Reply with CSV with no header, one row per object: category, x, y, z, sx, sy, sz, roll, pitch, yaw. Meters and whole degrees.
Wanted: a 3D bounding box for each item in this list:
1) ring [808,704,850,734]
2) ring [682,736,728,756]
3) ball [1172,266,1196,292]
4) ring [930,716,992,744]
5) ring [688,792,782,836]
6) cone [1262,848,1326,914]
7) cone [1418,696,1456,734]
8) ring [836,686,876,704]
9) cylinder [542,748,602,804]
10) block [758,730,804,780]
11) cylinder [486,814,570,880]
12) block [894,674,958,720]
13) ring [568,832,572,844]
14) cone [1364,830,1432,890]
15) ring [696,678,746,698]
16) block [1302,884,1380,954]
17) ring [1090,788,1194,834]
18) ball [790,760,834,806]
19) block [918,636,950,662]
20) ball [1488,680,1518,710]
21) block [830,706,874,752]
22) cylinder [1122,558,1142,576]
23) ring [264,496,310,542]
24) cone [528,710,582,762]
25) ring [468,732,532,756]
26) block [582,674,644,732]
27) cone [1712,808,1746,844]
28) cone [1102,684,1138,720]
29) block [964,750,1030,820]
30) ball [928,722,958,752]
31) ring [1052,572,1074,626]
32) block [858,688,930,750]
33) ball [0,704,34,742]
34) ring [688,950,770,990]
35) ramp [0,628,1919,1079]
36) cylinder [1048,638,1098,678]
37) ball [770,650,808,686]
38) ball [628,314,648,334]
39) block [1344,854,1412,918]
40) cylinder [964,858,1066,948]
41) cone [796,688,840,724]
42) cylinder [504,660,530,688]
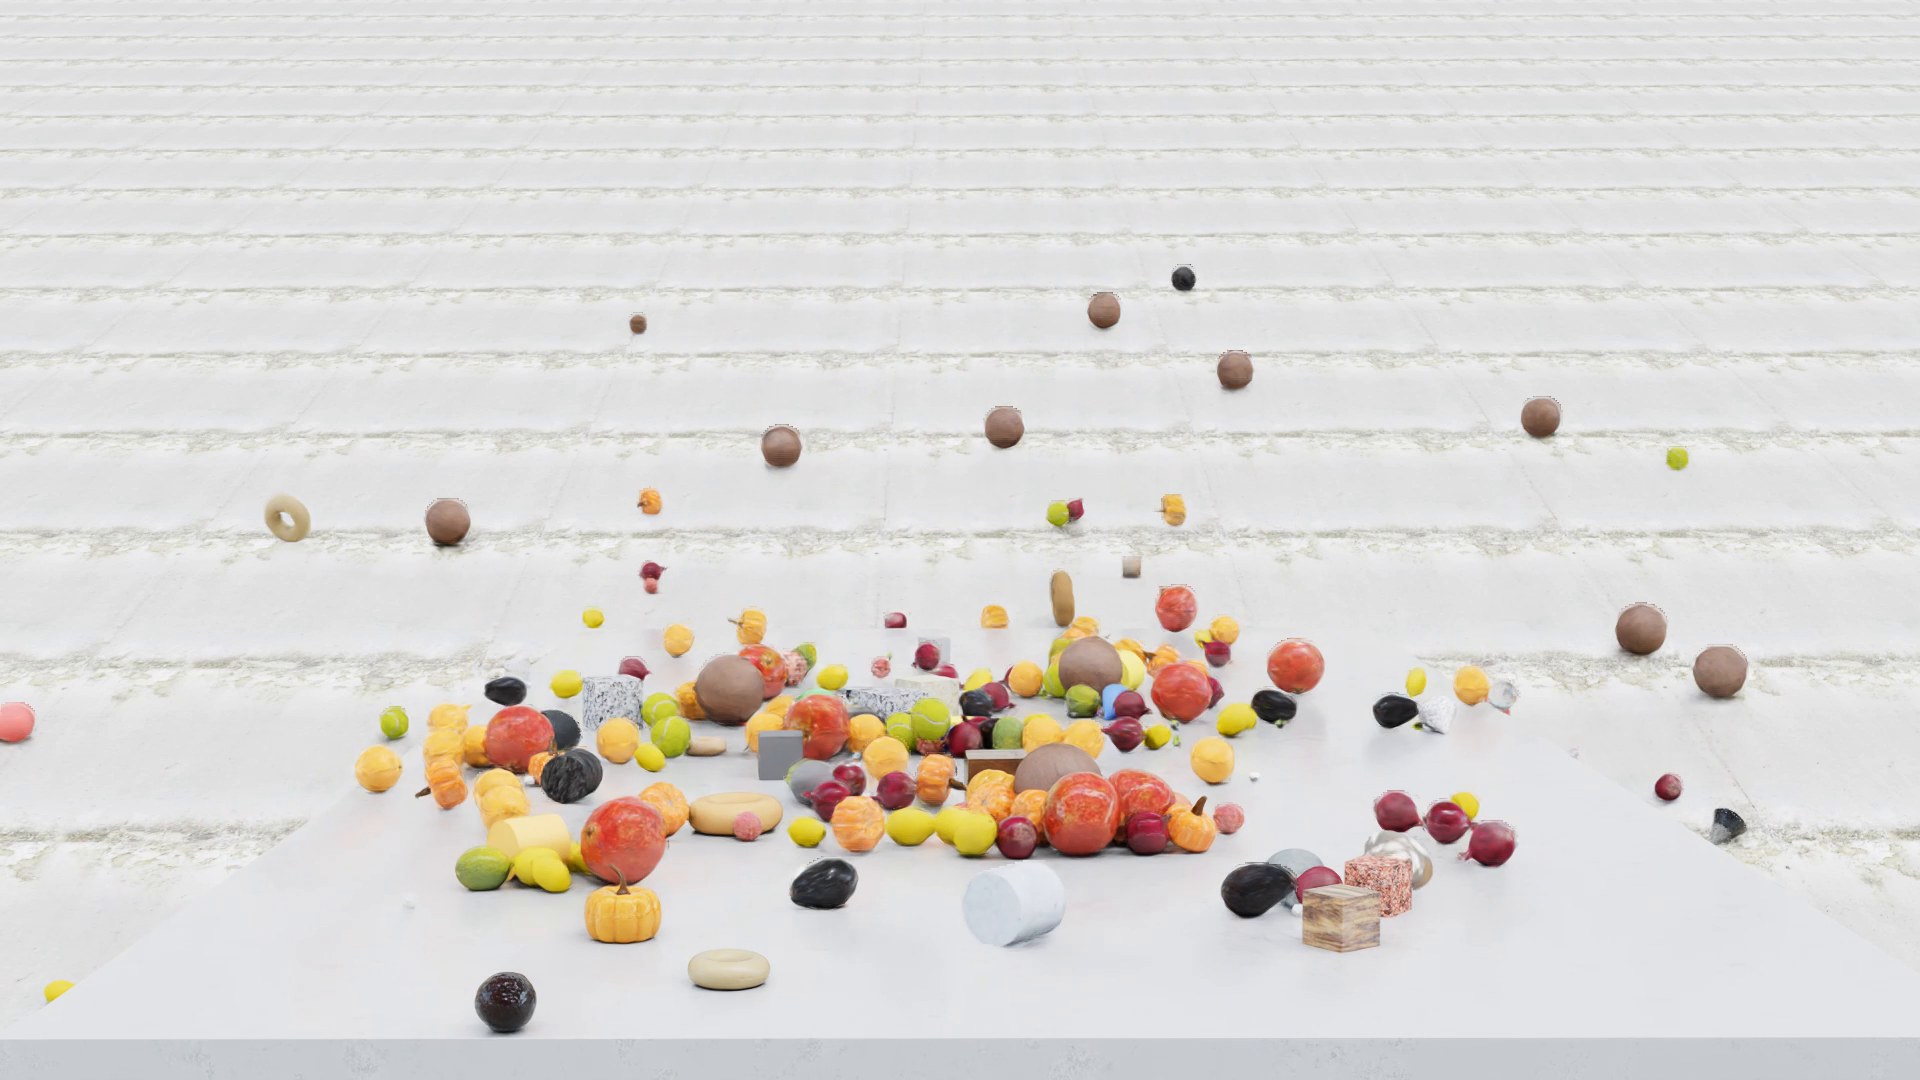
ring,-0.202,0.327,4.650,0.146,0.049,0.146,3,1,0
ring,-0.438,0.355,4.412,0.077,0.026,0.077,-2,4,0
ball,0.898,-1.048,10.308,0.099,0.099,0.099,0,19,0
ring,-0.004,0.338,4.555,0.121,0.040,0.121,1,4,0
ring,-0.323,0.393,3.688,0.138,0.046,0.138,-1,4,0
cone,0.412,0.434,3.148,0.079,0.079,0.079,1,30,2
cone,0.876,0.334,4.665,0.072,0.072,0.072,-1,31,-4
ring,-0.204,0.308,5.087,0.088,0.029,0.088,0,2,0
cylinder,-0.595,0.362,3.936,0.073,0.073,0.073,4,4,11
block,-0.291,0.349,4.162,0.071,0.071,0.071,0,4,-6
cylinder,-0.563,0.400,3.346,0.078,0.078,0.078,0,15,-42
block,-0.062,0.300,4.771,0.086,0.086,0.086,-3,5,-36
ring,-0.572,0.414,3.525,0.081,0.027,0.081,-1,4,0
cone,0.530,0.427,3.204,0.092,0.092,0.092,11,36,29
ring,-0.484,0.299,5.183,0.101,0.034,0.101,-1,0,0
block,0.438,0.434,2.945,0.062,0.062,0.062,-3,5,-38
ring,0.262,0.390,3.697,0.149,0.050,0.149,0,4,0
ball,-0.224,0.368,3.893,0.068,0.068,0.068,0,19,0
block,-0.058,0.247,5.809,0.054,0.054,0.054,-2,4,-30
ball,1.057,0.302,4.996,0.056,0.056,0.056,0,19,0
block,-0.187,0.329,4.469,0.068,0.068,0.068,-1,4,-8
cylinder,0.479,0.076,7.169,0.051,0.051,0.051,0,19,0
ring,-1.944,-0.061,7.419,0.148,0.148,0.049,7,28,19
cone,-0.699,0.351,4.353,0.092,0.092,0.092,3,31,7
ring,-0.788,0.350,4.402,0.109,0.036,0.109,2,1,0
block,-0.641,0.301,4.735,0.090,0.090,0.090,-2,4,-23
cone,1.656,0.639,5.587,0.080,0.080,0.080,19,53,43
cone,0.288,0.322,4.852,0.071,0.071,0.071,10,37,27
block,0.055,0.362,3.801,0.091,0.091,0.091,0,4,-3
ball,-0.030,0.339,4.431,0.053,0.053,0.053,0,19,0
ring,0.271,0.156,6.792,0.050,0.149,0.149,-4,19,-3
block,-0.116,0.313,4.527,0.093,0.093,0.093,-3,5,-35
ball,-2.245,0.433,6.092,0.090,0.090,0.090,0,19,0
ring,-0.249,0.463,2.766,0.090,0.030,0.090,1,4,0
ramp,0.045,0.409,4.537,2.000,0.100,4.000,0,4,0
cylinder,0.244,0.253,5.507,0.081,0.081,0.081,5,20,24
ball,-0.356,0.268,5.342,0.075,0.075,0.075,0,19,0
ball,-1.215,-0.815,9.687,0.070,0.070,0.070,0,19,0
block,0.510,0.422,3.129,0.062,0.062,0.062,3,5,34
cylinder,0.063,0.421,2.968,0.085,0.085,0.085,15,19,36
cone,-0.262,0.329,4.716,0.081,0.081,0.081,-1,30,-2
cylinder,-0.920,0.278,5.335,0.055,0.055,0.055,-1,19,-10
